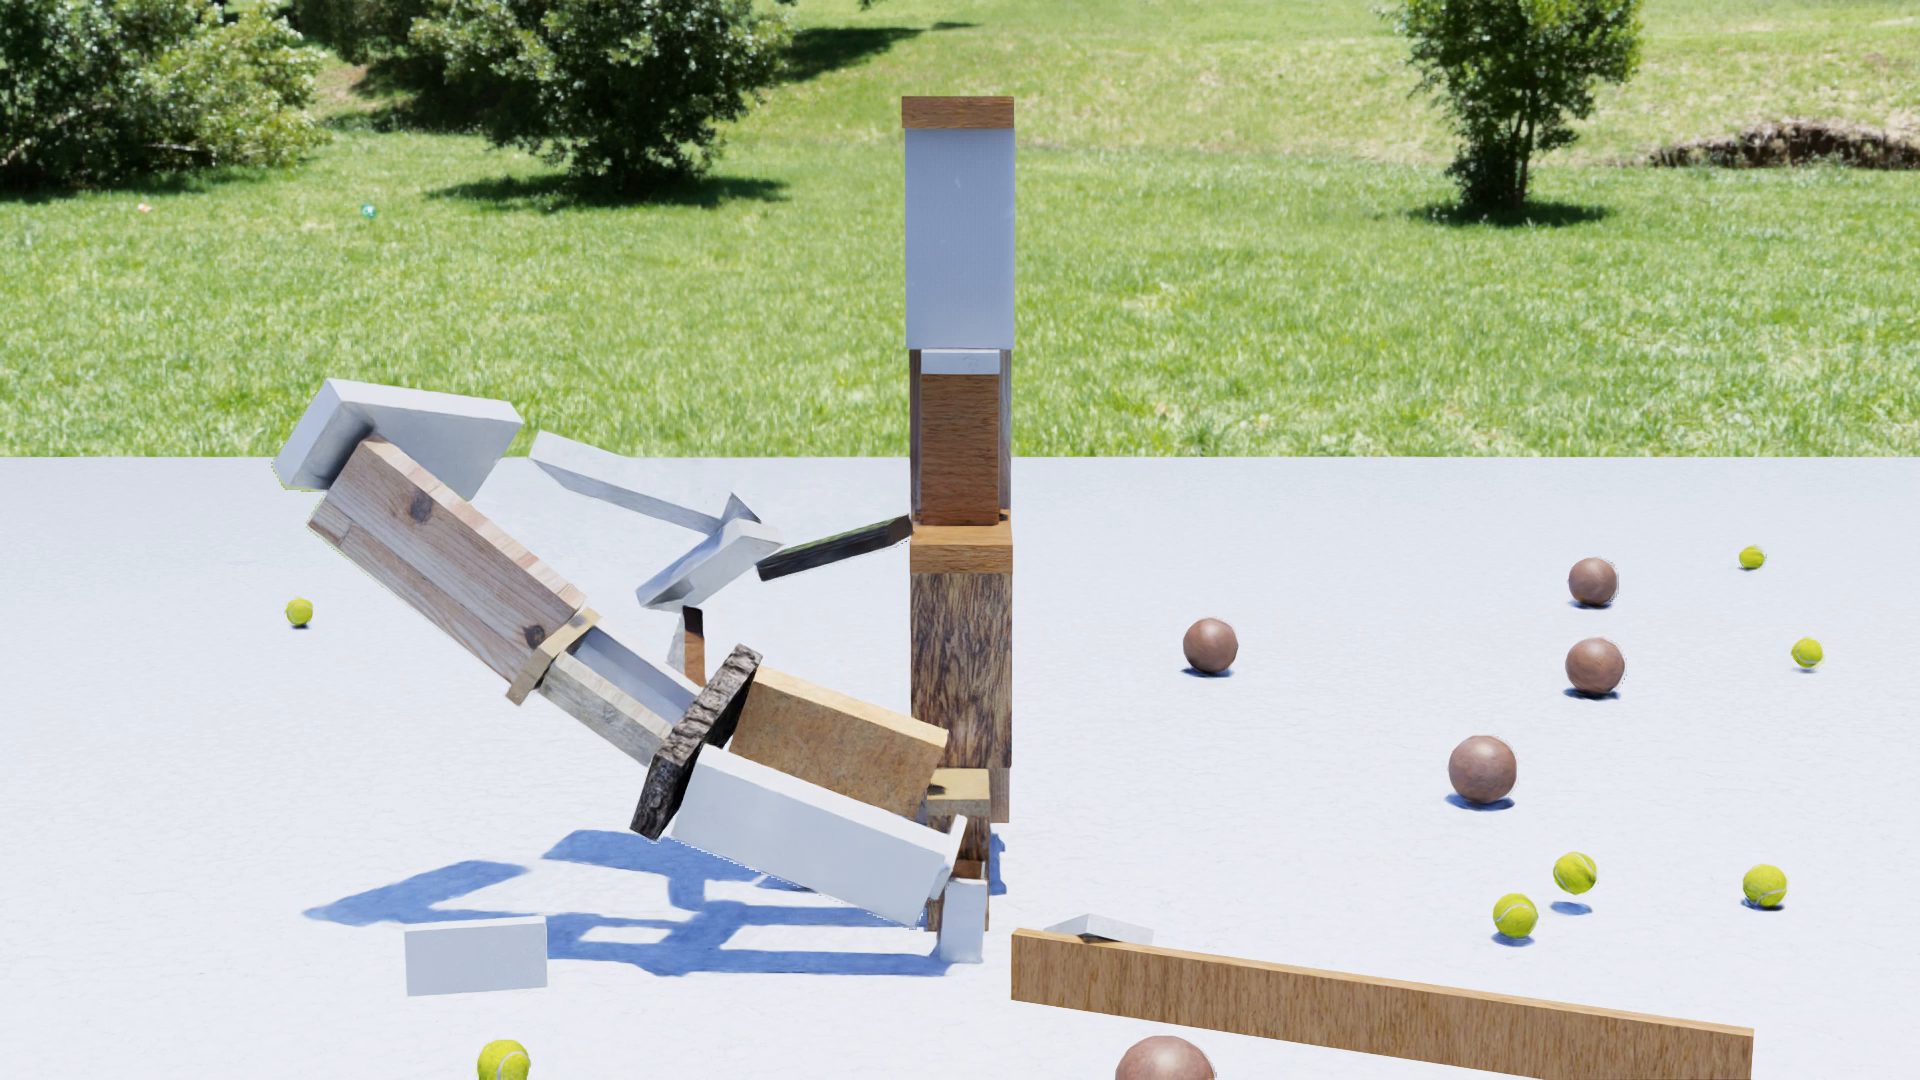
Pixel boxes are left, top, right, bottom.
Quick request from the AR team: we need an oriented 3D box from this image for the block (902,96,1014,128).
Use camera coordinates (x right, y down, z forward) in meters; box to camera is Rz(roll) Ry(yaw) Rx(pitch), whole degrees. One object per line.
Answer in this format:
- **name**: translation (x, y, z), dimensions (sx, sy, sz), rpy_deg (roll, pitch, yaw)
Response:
- **block**: translation (0.001, -0.723, 3.724), dimensions (0.180, 0.051, 0.360), rpy_deg (0, 11, 2)

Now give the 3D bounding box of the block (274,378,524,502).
- **block**: translation (-0.884, -0.153, 3.484), dimensions (0.359, 0.180, 0.051), rpy_deg (5, 40, -53)

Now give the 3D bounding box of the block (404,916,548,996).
- **block**: translation (-0.715, 0.616, 3.253), dimensions (0.203, 0.102, 0.029), rpy_deg (-2, 11, -10)

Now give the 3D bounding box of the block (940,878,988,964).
- **block**: translation (0.005, 0.581, 3.355), dimensions (0.064, 0.128, 0.018), rpy_deg (5, 11, 1)

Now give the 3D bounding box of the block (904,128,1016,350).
- **block**: translation (0.000, -0.498, 3.640), dimensions (0.180, 0.360, 0.051), rpy_deg (0, 10, 1)

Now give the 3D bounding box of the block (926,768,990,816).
- **block**: translation (-0.003, 0.401, 3.537), dimensions (0.098, 0.028, 0.196), rpy_deg (0, 10, 0)

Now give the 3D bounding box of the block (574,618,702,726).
- **block**: translation (-0.506, 0.221, 3.427), dimensions (0.202, 0.101, 0.029), rpy_deg (35, 24, -2)

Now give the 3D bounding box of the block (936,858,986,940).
- **block**: translation (0.001, 0.566, 3.450), dimensions (0.064, 0.128, 0.018), rpy_deg (3, -6, 17)

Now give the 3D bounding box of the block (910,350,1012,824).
- **block**: translation (0.001, -0.099, 3.942), dimensions (0.180, 1.255, 0.051), rpy_deg (0, 12, 1)

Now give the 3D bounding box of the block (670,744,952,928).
- **block**: translation (-0.226, 0.446, 3.311), dimensions (0.395, 0.158, 0.045), rpy_deg (21, 34, -2)

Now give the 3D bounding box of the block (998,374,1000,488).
- **block**: translation (0.004, -0.048, 3.865), dimensions (0.128, 0.535, 0.036), rpy_deg (0, 10, 0)

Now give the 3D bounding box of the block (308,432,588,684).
- **block**: translation (-0.793, 0.032, 3.404), dimensions (0.413, 0.180, 0.051), rpy_deg (38, 25, -2)

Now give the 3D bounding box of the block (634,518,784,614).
- **block**: translation (-0.417, 0.045, 3.662), dimensions (0.234, 0.033, 0.117), rpy_deg (-34, -23, 23)

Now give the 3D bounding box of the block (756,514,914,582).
- **block**: translation (-0.203, 0.013, 3.572), dimensions (0.234, 0.033, 0.117), rpy_deg (-16, 5, 19)

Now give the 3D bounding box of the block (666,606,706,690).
- **block**: translation (-0.453, 0.227, 3.625), dimensions (0.033, 0.117, 0.250), rpy_deg (13, 28, -15)

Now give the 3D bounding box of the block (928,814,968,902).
- **block**: translation (-0.020, 0.485, 3.367), dimensions (0.018, 0.064, 0.128), rpy_deg (23, 36, -2)

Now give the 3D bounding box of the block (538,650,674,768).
- **block**: translation (-0.534, 0.255, 3.309), dimensions (0.202, 0.101, 0.029), rpy_deg (35, 52, -2)

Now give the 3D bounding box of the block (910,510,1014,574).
- **block**: translation (0.003, 0.000, 3.675), dimensions (0.166, 0.047, 0.331), rpy_deg (0, 11, 0)

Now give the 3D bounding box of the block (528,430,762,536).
- **block**: translation (-0.529, -0.085, 3.704), dimensions (0.359, 0.051, 0.180), rpy_deg (17, -12, 15)

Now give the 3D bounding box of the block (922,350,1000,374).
- **block**: translation (0.004, -0.313, 3.730), dimensions (0.128, 0.036, 0.256), rpy_deg (0, 11, 1)

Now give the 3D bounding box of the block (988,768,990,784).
- **block**: translation (0.004, 0.465, 3.816), dimensions (0.096, 0.193, 0.027), rpy_deg (0, 11, 0)

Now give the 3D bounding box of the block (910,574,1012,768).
- **block**: translation (0.002, 0.206, 3.601), dimensions (0.166, 0.331, 0.047), rpy_deg (0, 10, 0)

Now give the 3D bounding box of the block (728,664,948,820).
- **block**: translation (-0.195, 0.322, 3.486), dimensions (0.317, 0.158, 0.045), rpy_deg (20, 33, -4)

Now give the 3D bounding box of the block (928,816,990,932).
- **block**: translation (-0.003, 0.523, 3.492), dimensions (0.098, 0.196, 0.028), rpy_deg (0, 11, 1)

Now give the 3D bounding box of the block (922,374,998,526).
- **block**: translation (0.000, -0.154, 3.675), dimensions (0.128, 0.256, 0.036), rpy_deg (0, 11, -2)

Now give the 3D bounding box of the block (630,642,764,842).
- **block**: translation (-0.404, 0.308, 3.391), dimensions (0.045, 0.158, 0.317), rpy_deg (26, 34, 5)

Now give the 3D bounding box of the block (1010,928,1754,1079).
- **block**: translation (0.555, 0.655, 3.042), dimensions (1.019, 0.102, 0.029), rpy_deg (4, 11, 21)

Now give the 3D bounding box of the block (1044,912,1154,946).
- **block**: translation (0.202, 0.591, 3.265), dimensions (0.102, 0.029, 0.203), rpy_deg (16, -20, -13)

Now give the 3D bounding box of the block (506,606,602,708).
- **block**: translation (-0.620, 0.177, 3.363), dimensions (0.029, 0.101, 0.202), rpy_deg (37, 20, 1)
